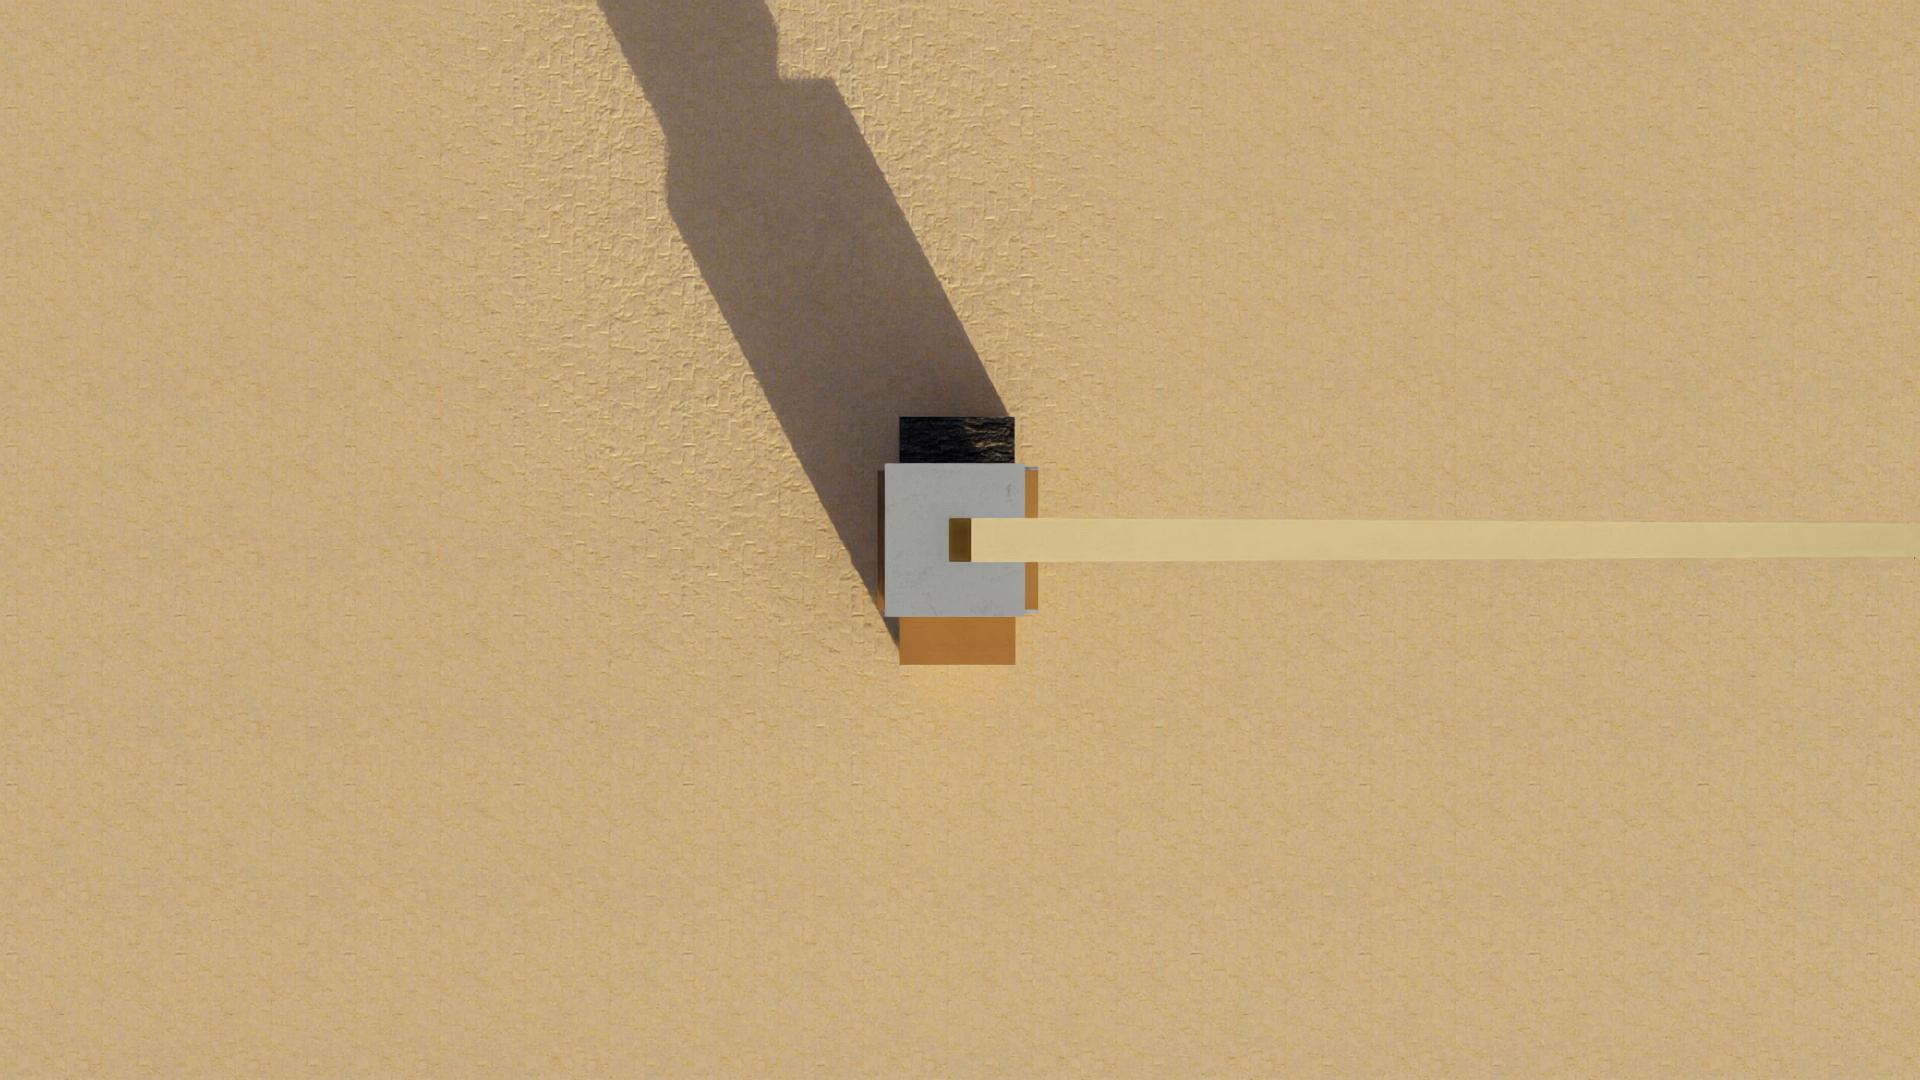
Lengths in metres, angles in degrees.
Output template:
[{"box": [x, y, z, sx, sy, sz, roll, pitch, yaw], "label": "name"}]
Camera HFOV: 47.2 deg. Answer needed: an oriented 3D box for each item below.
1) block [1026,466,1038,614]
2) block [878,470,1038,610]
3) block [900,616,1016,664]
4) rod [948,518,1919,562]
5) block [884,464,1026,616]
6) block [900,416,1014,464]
[{"box": [0.007, 0.000, 9.470, 0.641, 0.630, 0.611, 0, 90, 0], "label": "block"}, {"box": [-0.009, 0.000, 8.865, 0.626, 0.579, 0.542, 0, 90, 0], "label": "block"}, {"box": [-0.014, 0.305, 12.654, 0.650, 0.691, 0.788, 0, 90, 0], "label": "block"}, {"box": [2.234, 0.000, 5.332, 5.200, 0.080, 0.080, 0, 90, -31], "label": "rod"}, {"box": [-0.018, 0.000, 8.289, 0.510, 0.574, 0.558, 0, 90, 0], "label": "block"}, {"box": [-0.016, -0.399, 12.738, 0.656, 0.525, 0.600, 0, 90, 0], "label": "block"}]
